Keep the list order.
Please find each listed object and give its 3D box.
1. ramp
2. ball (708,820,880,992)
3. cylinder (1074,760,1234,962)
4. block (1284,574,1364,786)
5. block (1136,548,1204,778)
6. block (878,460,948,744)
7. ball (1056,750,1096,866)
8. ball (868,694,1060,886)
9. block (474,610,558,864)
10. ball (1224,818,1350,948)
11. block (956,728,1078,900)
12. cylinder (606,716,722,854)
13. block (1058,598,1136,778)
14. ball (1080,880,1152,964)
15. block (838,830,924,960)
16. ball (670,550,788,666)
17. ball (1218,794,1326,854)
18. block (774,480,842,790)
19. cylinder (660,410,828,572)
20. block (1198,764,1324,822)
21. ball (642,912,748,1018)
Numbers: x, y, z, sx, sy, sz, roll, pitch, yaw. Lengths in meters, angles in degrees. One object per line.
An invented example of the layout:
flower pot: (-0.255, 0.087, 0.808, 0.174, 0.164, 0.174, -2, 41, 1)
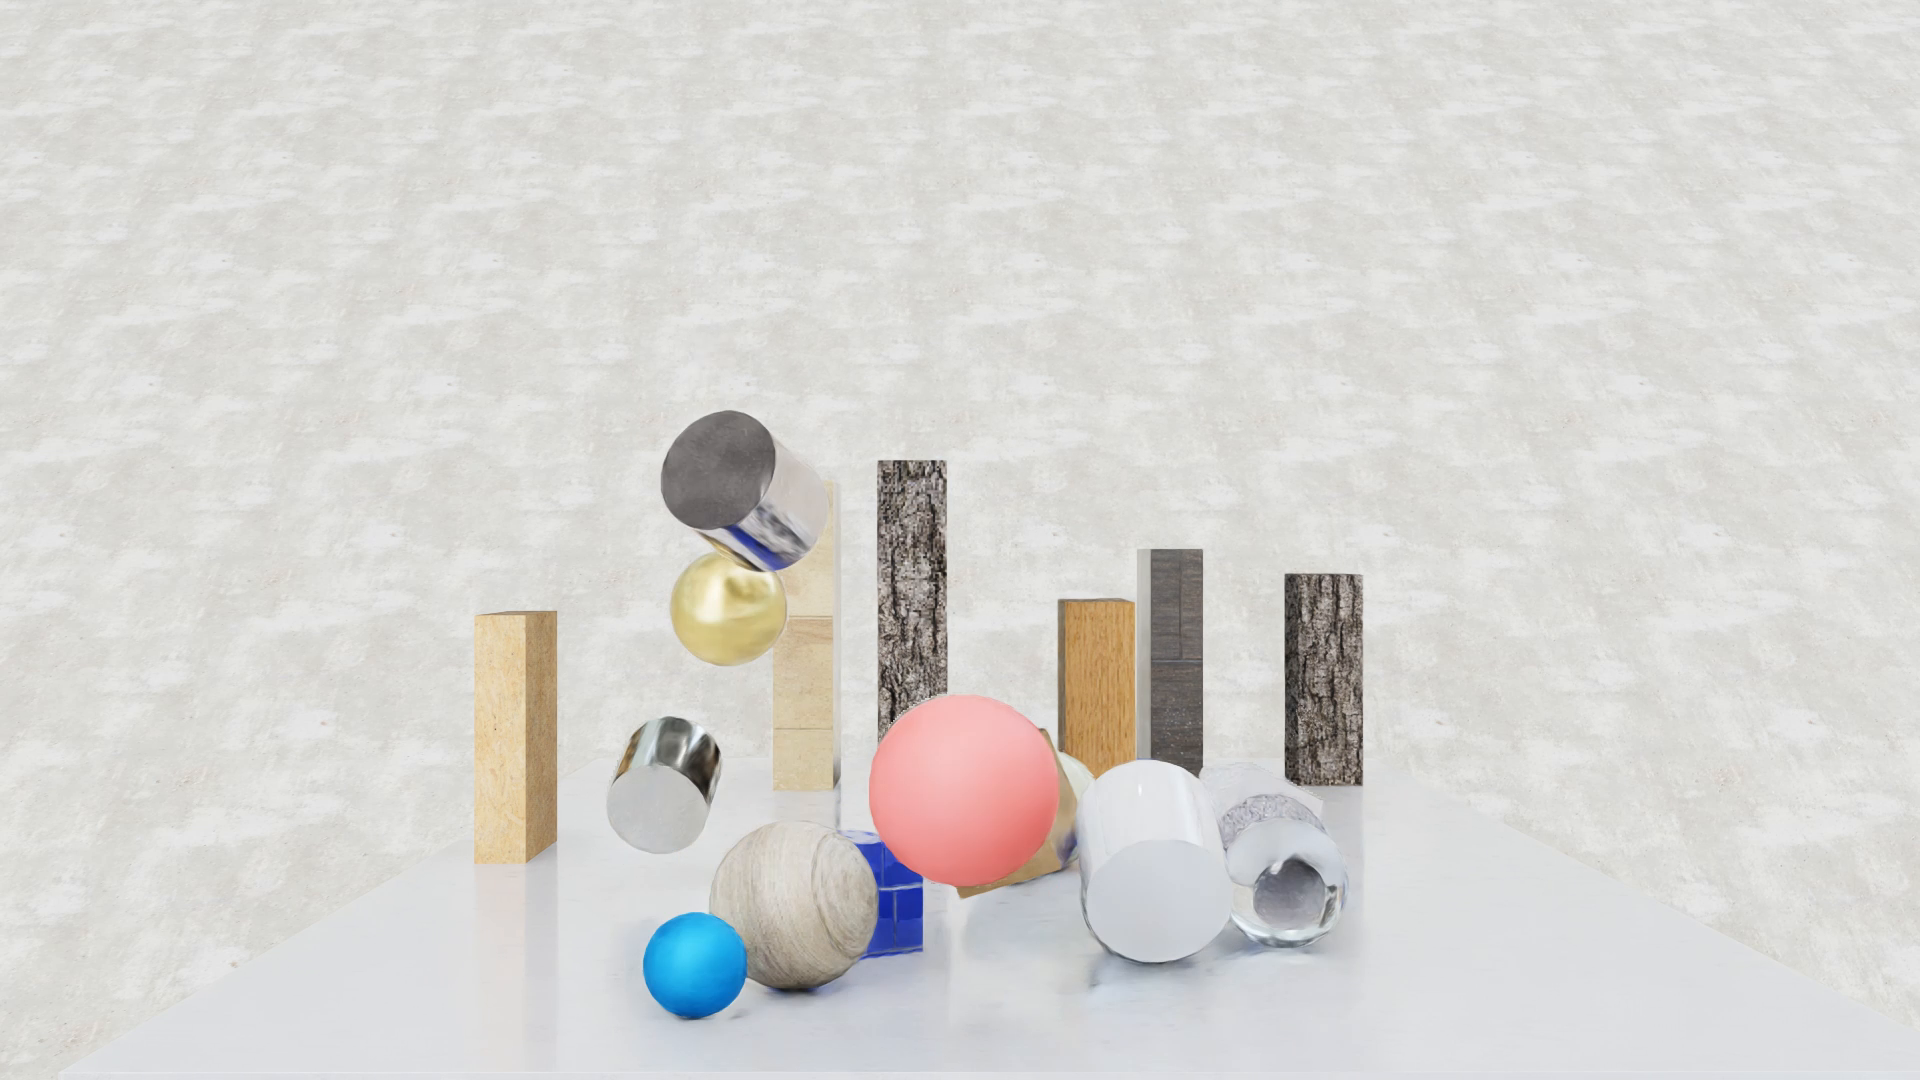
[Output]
ramp: (0.068, 0.606, 4.671, 2.000, 0.100, 4.000, 0, 0, 0)
ball: (-0.203, 0.447, 3.170, 0.208, 0.208, 0.208, 0, 31, 0)
cylinder: (0.235, 0.392, 3.176, 0.177, 0.177, 0.177, -1, 26, -2)
block: (0.843, 0.319, 6.009, 0.148, 0.481, 0.243, 0, 0, 0)
block: (0.467, 0.289, 5.796, 0.115, 0.540, 0.439, 0, 0, 0)
block: (-0.079, 0.212, 4.433, 0.115, 0.686, 0.298, 0, 0, 0)
ball: (0.140, 0.453, 4.359, 0.203, 0.203, 0.203, 0, 31, 0)
ball: (0.004, 0.266, 2.761, 0.205, 0.205, 0.205, 0, 31, 0)
block: (-0.790, 0.343, 4.620, 0.088, 0.426, 0.353, 0, 0, 0)
ball: (0.437, 0.464, 3.499, 0.176, 0.176, 0.176, 0, 31, 0)
block: (0.059, 0.369, 3.509, 0.152, 0.152, 0.152, -20, 10, 21)
cylinder: (-0.477, 0.396, 4.189, 0.162, 0.162, 0.162, 2, 24, 4)
block: (0.262, 0.337, 5.008, 0.131, 0.440, 0.372, 0, 0, 0)
ball: (0.244, 0.464, 3.379, 0.175, 0.175, 0.175, 0, 31, 0)
block: (-0.155, 0.476, 3.480, 0.151, 0.151, 0.151, 0, 0, -40)
ball: (-0.296, 0.087, 3.308, 0.151, 0.151, 0.151, 0, 31, 0)
ball: (0.455, 0.461, 3.802, 0.177, 0.177, 0.177, 0, 31, 0)
block: (-0.350, 0.214, 5.978, 0.133, 0.692, 0.407, 0, 0, 0)
cylinder: (-0.257, -0.057, 3.107, 0.151, 0.151, 0.151, -8, 67, 20)
block: (0.442, 0.441, 3.975, 0.142, 0.142, 0.142, 27, -18, -19)
ball: (-0.305, 0.490, 2.985, 0.120, 0.120, 0.120, 0, 31, 0)
